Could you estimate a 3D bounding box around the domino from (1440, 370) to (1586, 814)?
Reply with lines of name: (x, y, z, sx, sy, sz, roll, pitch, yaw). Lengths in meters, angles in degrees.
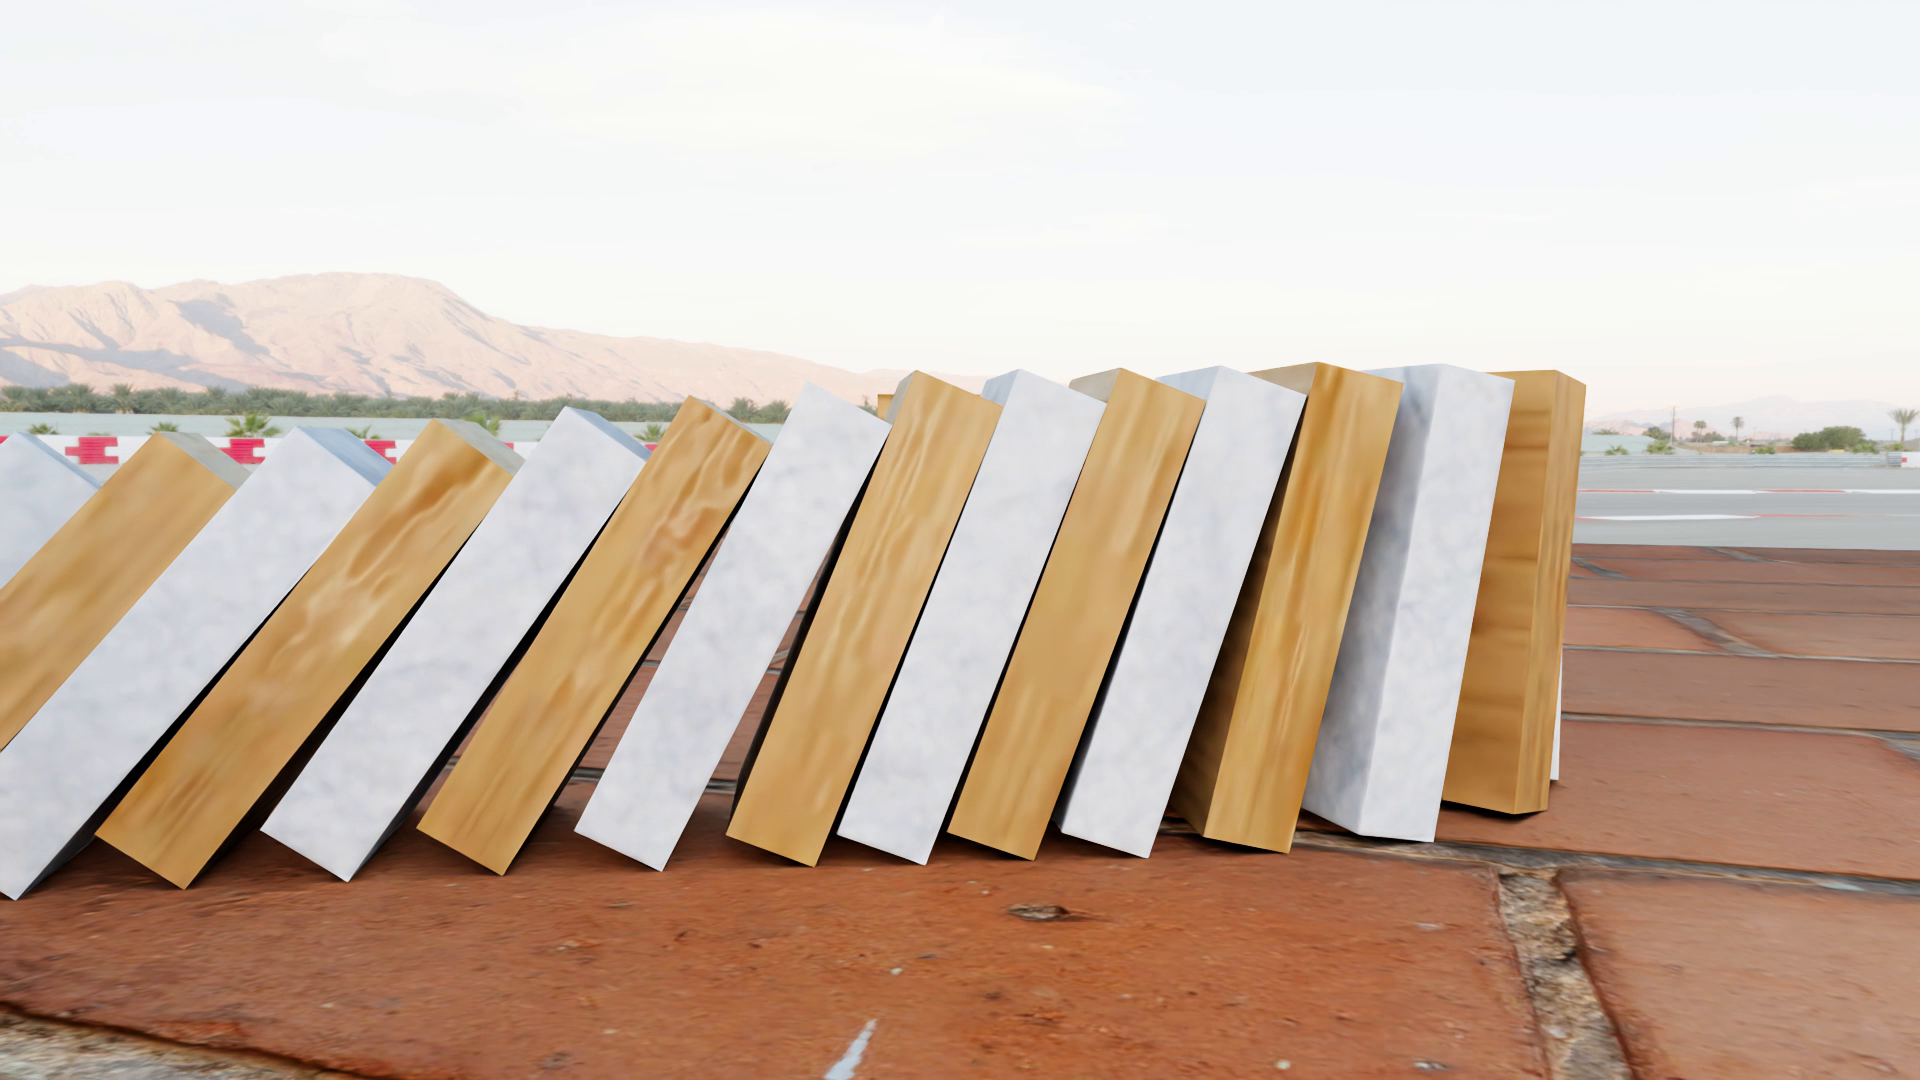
domino: (0.059, 0.005, 0.156, 0.009, 0.050, 0.025, 8, -2, -44)

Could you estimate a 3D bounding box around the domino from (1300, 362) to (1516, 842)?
domino: (0.046, 0.006, 0.147, 0.010, 0.050, 0.025, 9, 1, -19)

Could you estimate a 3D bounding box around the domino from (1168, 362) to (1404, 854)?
domino: (0.034, 0.006, 0.144, 0.010, 0.050, 0.025, 13, 3, -8)

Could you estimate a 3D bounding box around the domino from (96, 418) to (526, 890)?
domino: (-0.065, 0.010, 0.135, 0.009, 0.050, 0.025, 38, -4, -12)

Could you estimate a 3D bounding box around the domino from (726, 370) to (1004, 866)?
domino: (-0.011, 0.007, 0.140, 0.010, 0.050, 0.025, 22, 2, -8)

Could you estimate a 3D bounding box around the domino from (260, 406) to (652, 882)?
domino: (-0.051, 0.009, 0.137, 0.010, 0.050, 0.025, 35, -2, -10)

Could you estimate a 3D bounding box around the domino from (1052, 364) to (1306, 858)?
domino: (0.021, 0.007, 0.143, 0.009, 0.050, 0.025, 18, 2, -8)

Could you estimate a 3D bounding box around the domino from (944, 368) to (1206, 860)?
domino: (0.010, 0.007, 0.142, 0.009, 0.050, 0.025, 20, 2, -8)

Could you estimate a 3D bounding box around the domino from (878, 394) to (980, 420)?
domino: (0.000, 0.002, 0.201, 0.025, 0.050, 0.010, 0, 4, 0)

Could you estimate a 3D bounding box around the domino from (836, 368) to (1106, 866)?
domino: (0.000, 0.007, 0.141, 0.010, 0.050, 0.025, 21, 2, -8)

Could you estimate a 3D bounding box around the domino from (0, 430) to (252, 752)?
domino: (-0.094, 0.011, 0.131, 0.009, 0.050, 0.025, 43, -12, -20)

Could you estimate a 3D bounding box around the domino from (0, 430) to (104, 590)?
domino: (-0.108, 0.011, 0.128, 0.010, 0.050, 0.025, 45, -20, -26)

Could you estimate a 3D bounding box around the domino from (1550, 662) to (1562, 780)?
domino: (0.065, 0.005, 0.168, 0.025, 0.050, 0.009, 2, -2, 23)

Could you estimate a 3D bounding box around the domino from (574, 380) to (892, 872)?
domino: (-0.024, 0.008, 0.139, 0.010, 0.050, 0.025, 27, 1, -8)

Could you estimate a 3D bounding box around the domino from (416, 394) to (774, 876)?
domino: (-0.037, 0.009, 0.138, 0.010, 0.050, 0.025, 32, 0, -8)

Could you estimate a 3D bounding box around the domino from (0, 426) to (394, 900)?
domino: (-0.079, 0.010, 0.133, 0.010, 0.050, 0.025, 41, -7, -14)
